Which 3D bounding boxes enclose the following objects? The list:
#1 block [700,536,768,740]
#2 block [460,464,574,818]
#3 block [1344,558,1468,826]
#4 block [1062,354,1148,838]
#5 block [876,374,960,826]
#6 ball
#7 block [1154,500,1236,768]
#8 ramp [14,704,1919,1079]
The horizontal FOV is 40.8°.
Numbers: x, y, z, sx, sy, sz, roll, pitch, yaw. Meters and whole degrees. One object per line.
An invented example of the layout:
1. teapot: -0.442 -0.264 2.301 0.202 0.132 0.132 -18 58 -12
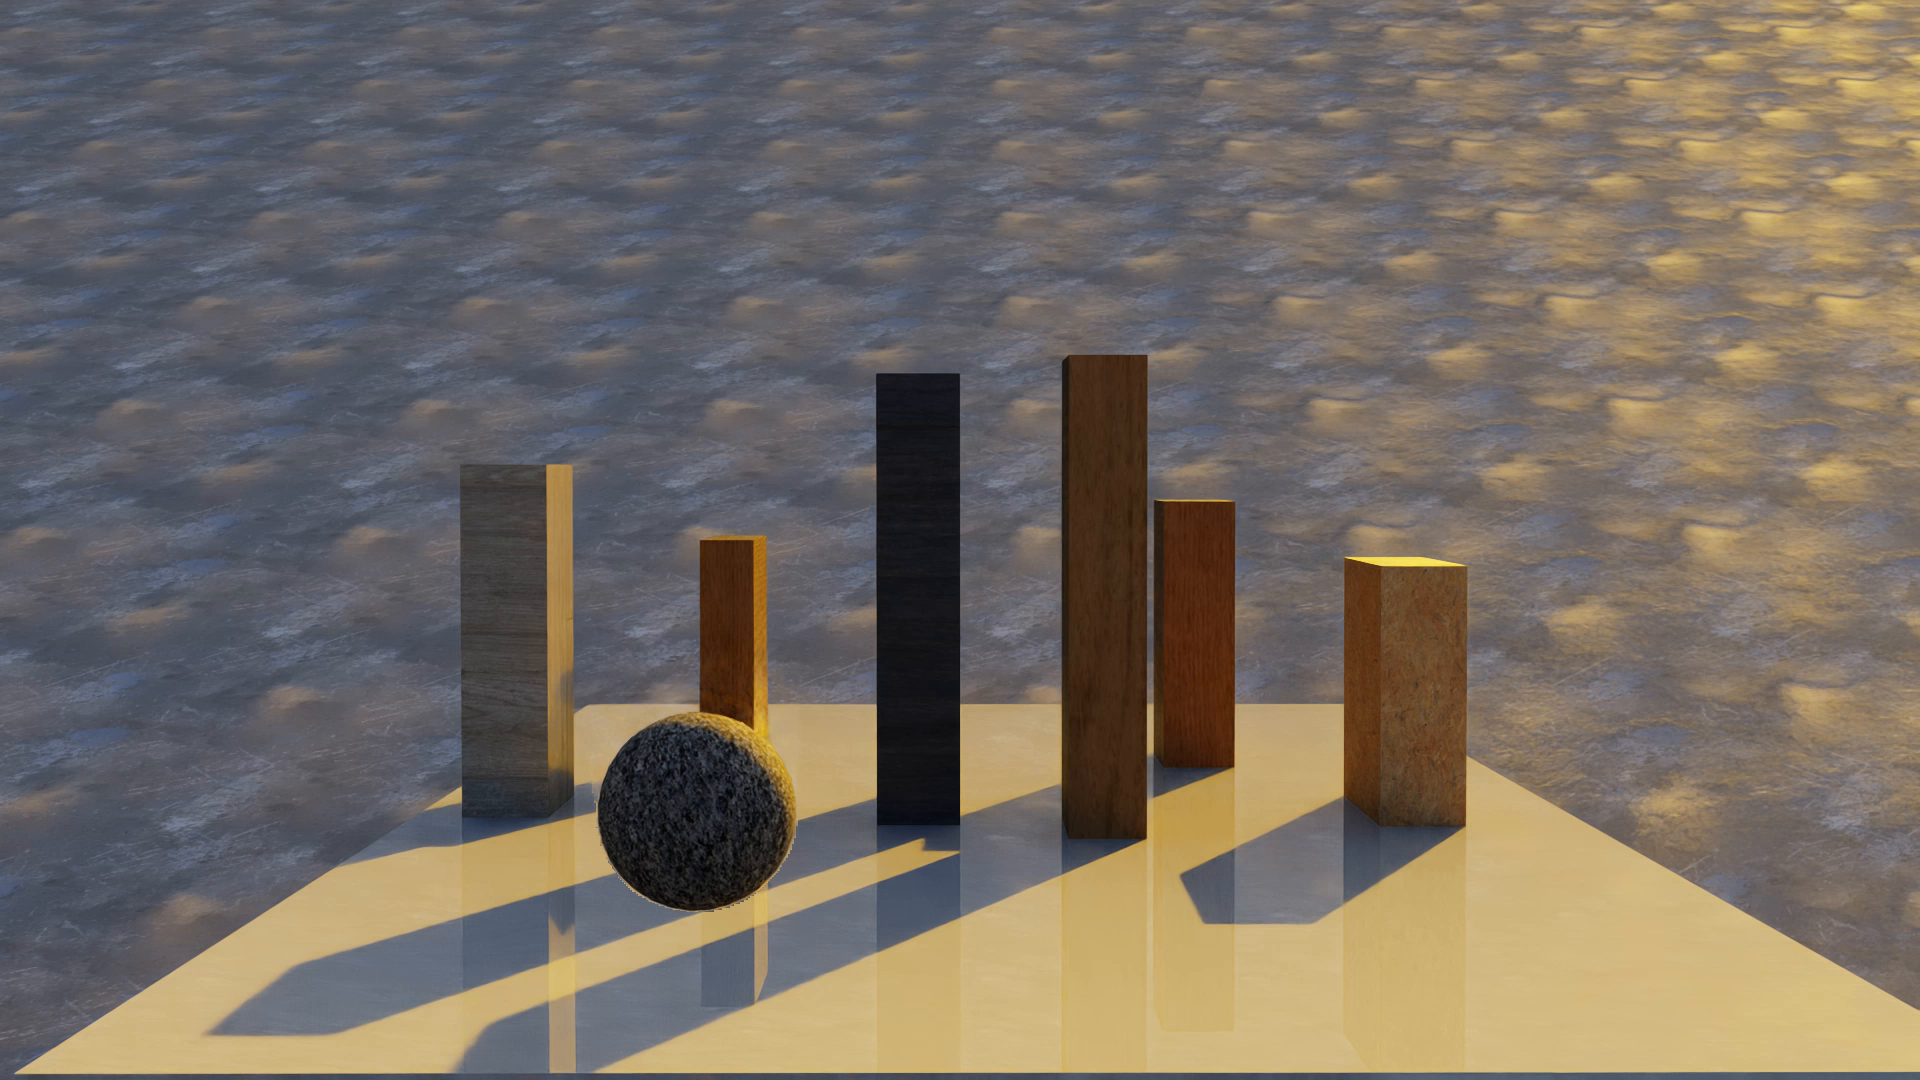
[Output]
1. block: -0.458 0.225 5.232 0.105 0.460 0.348 0 2 0
2. block: -0.783 0.170 4.576 0.148 0.607 0.300 0 2 0
3. block: 0.775 0.256 4.517 0.144 0.437 0.409 0 2 0
4. block: 0.239 0.089 4.304 0.127 0.783 0.278 0 2 0
5. block: -0.070 0.095 4.522 0.140 0.759 0.394 0 2 0
6. ball: -0.255 0.263 2.500 0.191 0.191 0.191 0 25 0
7. block: 0.480 0.186 5.298 0.143 0.534 0.260 0 2 0
8. ramp: 0.058 0.523 4.562 2.000 0.100 4.000 0 2 0
